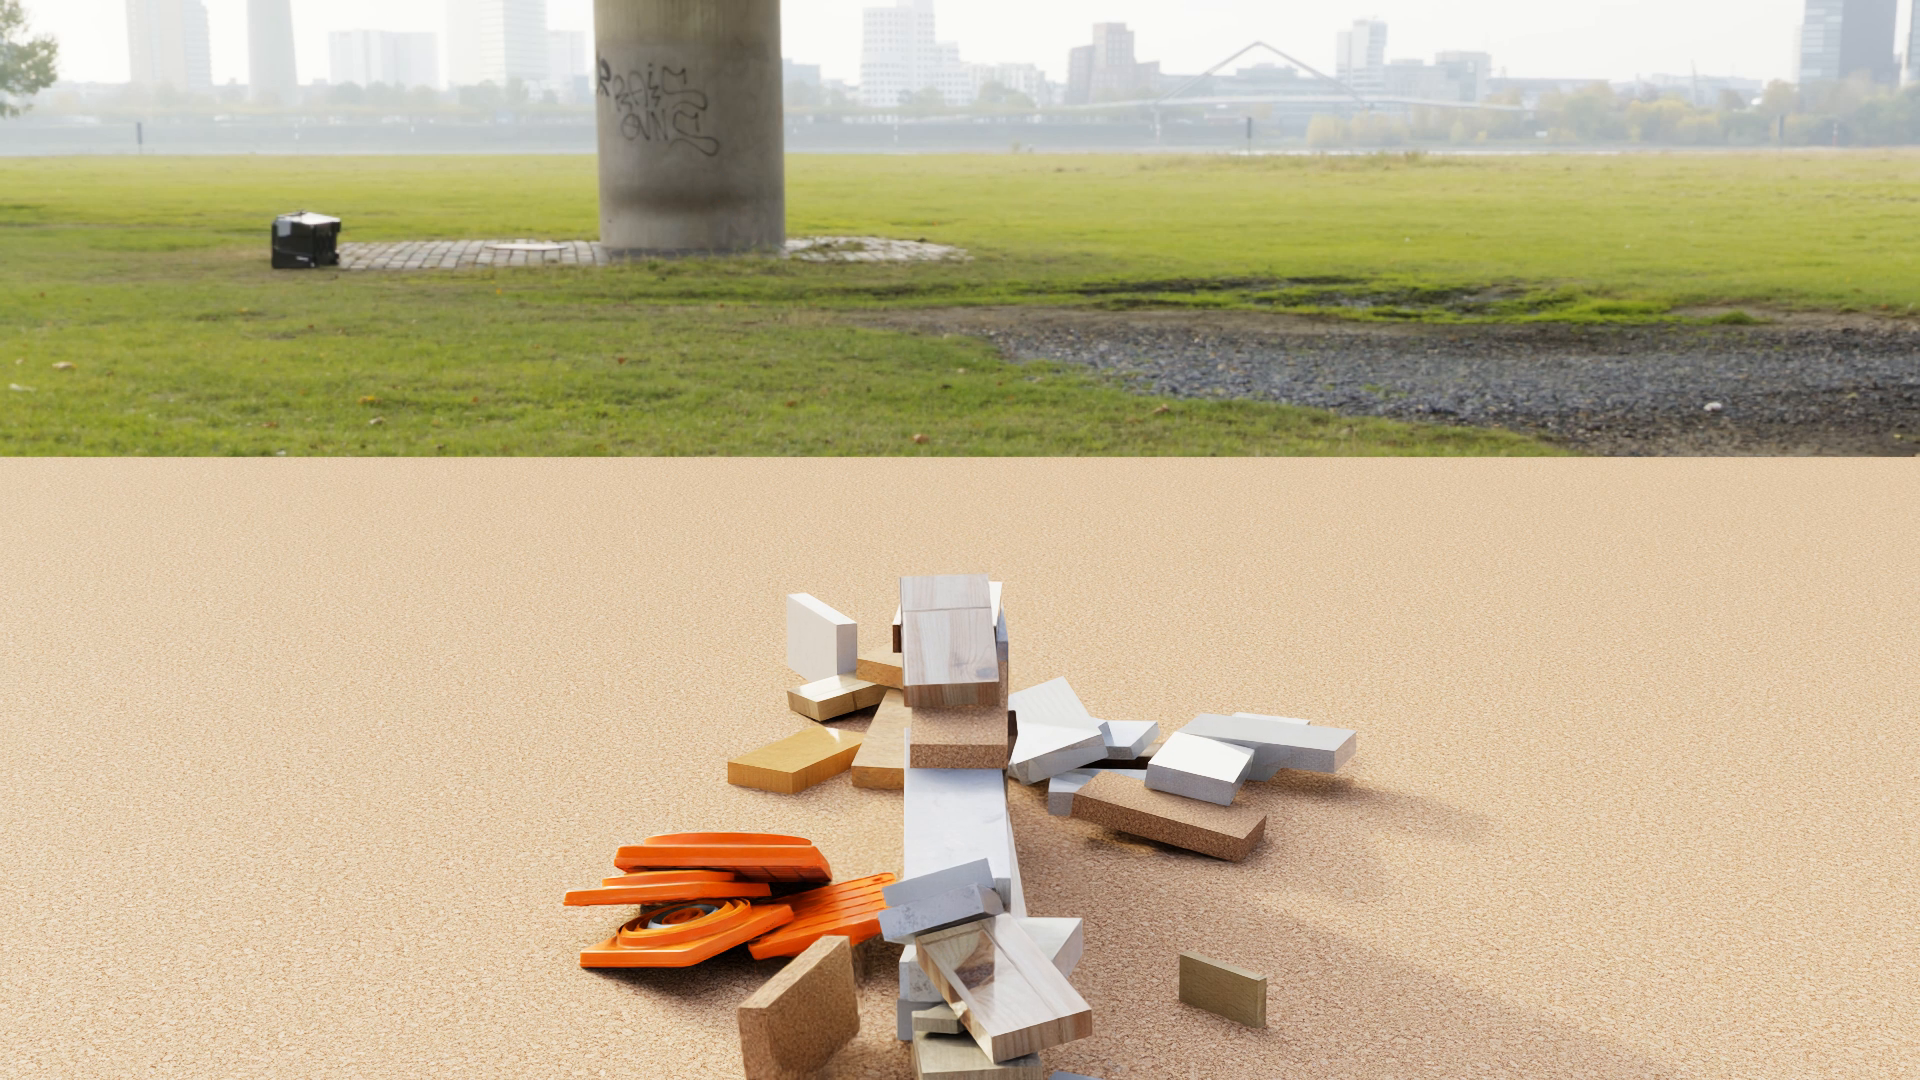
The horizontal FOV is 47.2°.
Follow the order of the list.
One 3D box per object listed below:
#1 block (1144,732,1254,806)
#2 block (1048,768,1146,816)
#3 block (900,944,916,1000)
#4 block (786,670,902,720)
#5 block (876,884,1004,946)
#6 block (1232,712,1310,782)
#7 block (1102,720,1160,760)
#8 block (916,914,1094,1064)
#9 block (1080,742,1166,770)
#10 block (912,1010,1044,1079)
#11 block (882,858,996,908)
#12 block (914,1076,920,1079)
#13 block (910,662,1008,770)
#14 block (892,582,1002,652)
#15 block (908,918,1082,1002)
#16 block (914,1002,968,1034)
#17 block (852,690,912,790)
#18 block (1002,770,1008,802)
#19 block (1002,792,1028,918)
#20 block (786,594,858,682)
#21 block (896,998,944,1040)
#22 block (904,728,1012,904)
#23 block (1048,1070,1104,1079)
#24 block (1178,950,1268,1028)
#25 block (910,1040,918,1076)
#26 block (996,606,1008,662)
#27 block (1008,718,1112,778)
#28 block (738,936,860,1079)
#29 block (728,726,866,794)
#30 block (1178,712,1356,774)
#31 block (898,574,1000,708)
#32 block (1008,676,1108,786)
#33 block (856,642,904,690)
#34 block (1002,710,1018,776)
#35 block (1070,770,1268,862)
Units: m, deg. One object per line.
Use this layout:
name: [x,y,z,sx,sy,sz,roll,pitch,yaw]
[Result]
block: [0.452,0.426,4.124,0.158,0.045,0.316,12,8,13]
block: [0.328,0.478,4.151,0.316,0.045,0.158,1,11,5]
block: [0.009,0.611,3.166,0.176,0.050,0.353,-1,-4,1]
block: [-0.210,0.324,4.842,0.305,0.043,0.153,-15,13,-27]
block: [-0.020,0.467,2.733,0.124,0.035,0.248,-17,-13,4]
block: [0.592,0.418,4.471,0.160,0.045,0.320,5,11,24]
block: [0.285,0.398,4.380,0.207,0.029,0.103,-4,22,39]
block: [0.049,0.528,2.612,0.124,0.035,0.248,-12,21,-19]
block: [0.352,0.435,4.424,0.214,0.029,0.103,1,11,6]
block: [0.017,0.608,2.604,0.135,0.038,0.271,-2,2,-4]
block: [-0.022,0.473,2.911,0.139,0.039,0.278,-16,-14,-2]
block: [0.014,0.675,2.699,0.135,0.038,0.271,-2,-12,-2]
block: [0.001,0.279,3.541,0.151,0.043,0.302,0,22,1]
block: [-0.018,0.134,3.889,0.175,0.049,0.365,0,11,3]
block: [0.053,0.545,2.872,0.176,0.050,0.353,-1,-1,9]
block: [-0.007,0.576,2.658,0.057,0.016,0.114,-1,-1,24]
block: [-0.099,0.396,4.392,0.163,0.046,0.326,2,24,11]
block: [-0.001,0.376,3.902,0.168,0.336,0.048,-1,11,-5]
block: [0.011,0.473,3.285,0.139,0.039,0.465,-1,22,-4]
block: [-0.319,0.243,5.061,0.049,0.175,0.349,-4,11,-22]
block: [0.004,0.636,2.929,0.176,0.050,0.353,0,-12,-2]
block: [-0.008,0.409,3.332,0.151,0.043,0.470,0,22,-1]
block: [0.183,0.729,2.864,0.153,0.022,0.076,4,11,23]
block: [0.378,0.647,3.167,0.020,0.072,0.144,-10,15,-43]
block: [0.004,0.668,2.856,0.135,0.038,0.271,-2,-12,-2]
block: [-0.002,0.168,3.972,0.168,0.048,0.336,0,11,-1]
block: [0.187,0.409,4.342,0.207,0.029,0.103,-29,20,-30]
block: [-0.214,0.647,2.969,0.039,0.139,0.278,-3,9,21]
block: [-0.310,0.436,4.380,0.153,0.043,0.305,6,12,30]
block: [0.603,0.398,4.329,0.320,0.045,0.160,5,12,25]
block: [-0.021,0.162,3.635,0.153,0.043,0.313,-2,32,-2]
block: [0.165,0.373,4.339,0.175,0.049,0.349,-19,17,-4]
block: [-0.065,0.247,4.680,0.163,0.046,0.326,10,17,27]
block: [0.010,0.352,3.728,0.151,0.043,0.302,-4,-19,-5]
block: [0.375,0.493,3.944,0.316,0.045,0.158,13,15,21]
